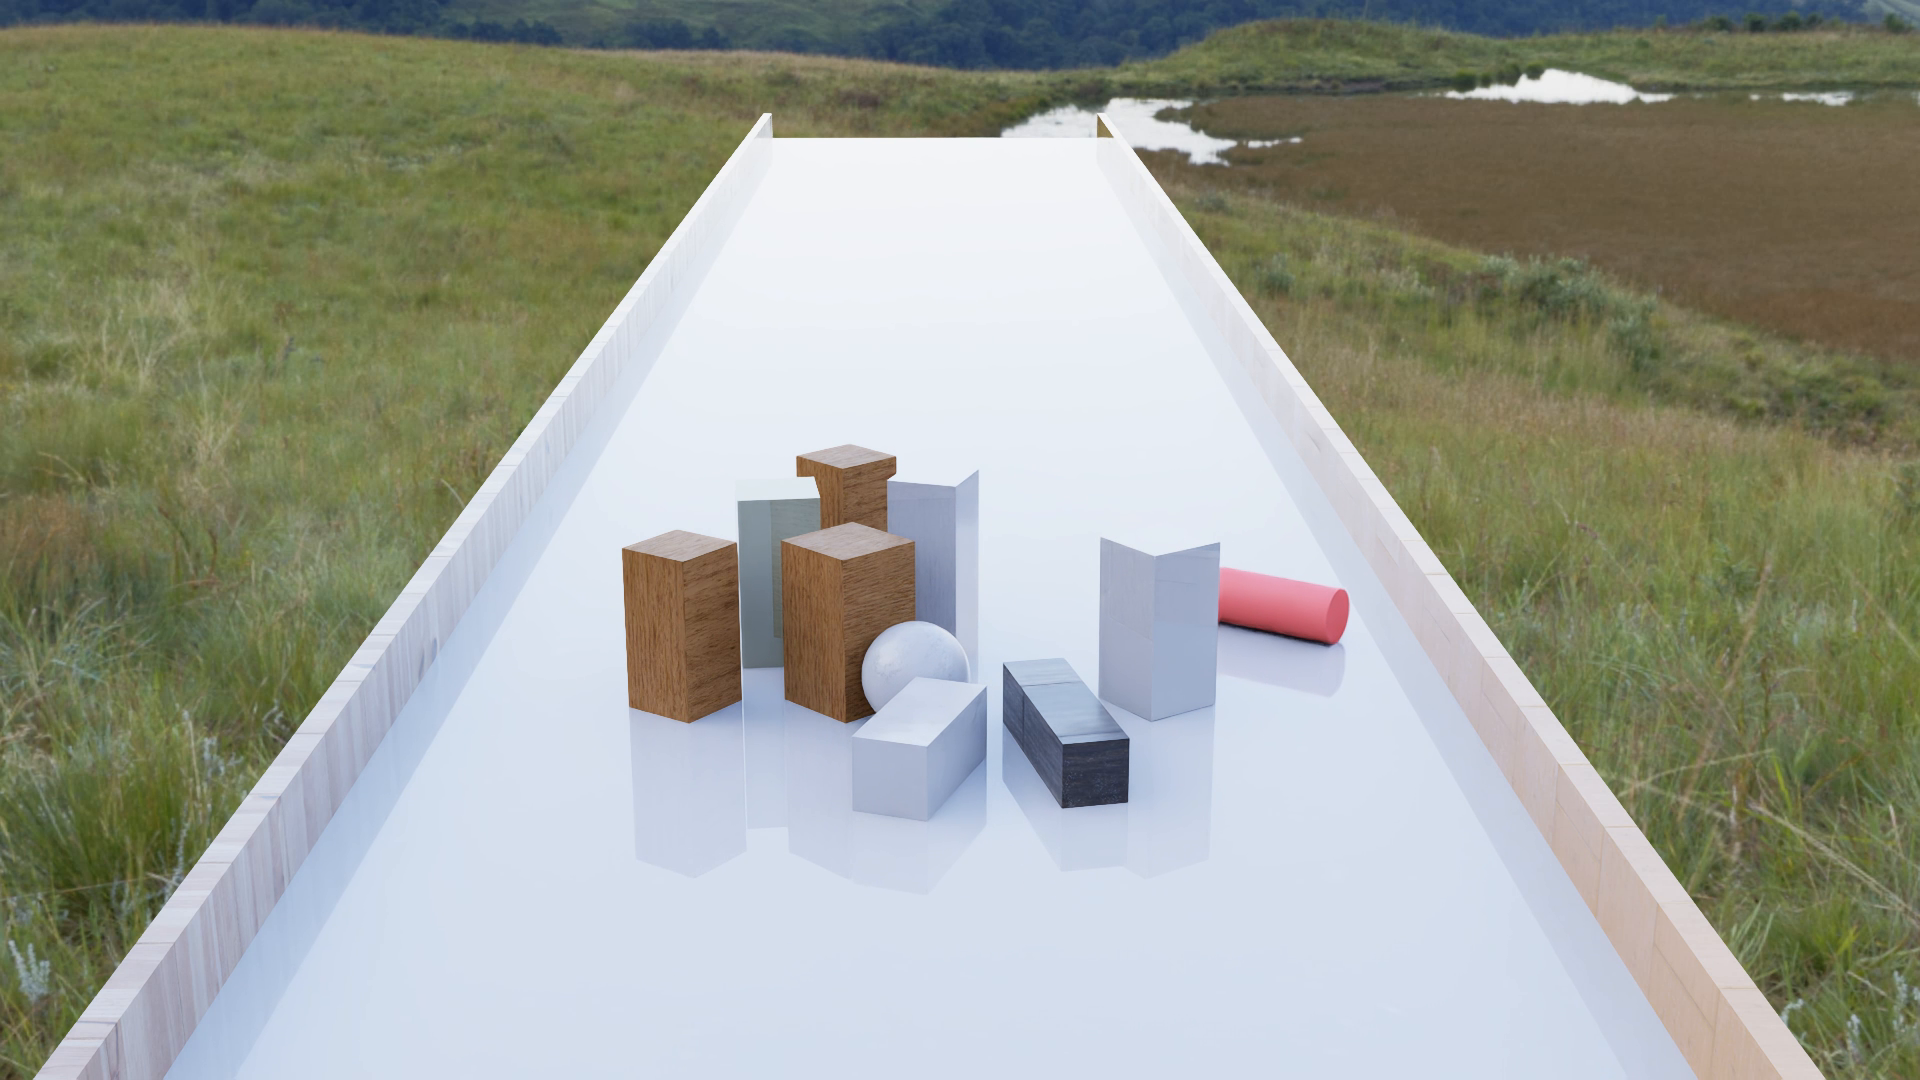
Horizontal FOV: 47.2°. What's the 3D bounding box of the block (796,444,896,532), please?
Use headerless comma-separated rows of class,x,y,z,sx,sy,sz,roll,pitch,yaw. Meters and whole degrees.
block,-0.236,-0.005,4.621,0.148,0.354,0.148,-15,22,-42

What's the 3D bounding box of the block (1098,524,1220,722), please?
block,0.374,0.152,4.150,0.158,0.320,0.158,-11,20,-33

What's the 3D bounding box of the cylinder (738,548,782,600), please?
cylinder,-0.349,0.065,4.823,0.321,0.105,0.105,-6,17,-18

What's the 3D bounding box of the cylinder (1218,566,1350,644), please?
cylinder,0.643,0.132,4.582,0.313,0.115,0.115,11,20,32

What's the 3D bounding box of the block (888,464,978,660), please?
block,-0.052,0.055,4.370,0.141,0.383,0.141,6,17,18

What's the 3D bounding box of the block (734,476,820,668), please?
block,-0.364,0.064,4.405,0.161,0.346,0.161,-2,17,-8

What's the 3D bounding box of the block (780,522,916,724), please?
block,-0.210,0.153,4.156,0.178,0.317,0.178,-15,22,-42

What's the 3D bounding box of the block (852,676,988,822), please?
block,-0.066,0.356,3.793,0.134,0.134,0.306,6,18,19

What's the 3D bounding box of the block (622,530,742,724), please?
block,-0.522,0.160,4.137,0.151,0.315,0.151,11,20,33

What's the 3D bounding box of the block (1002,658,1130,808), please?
block,0.182,0.335,3.894,0.117,0.117,0.415,-4,17,-12

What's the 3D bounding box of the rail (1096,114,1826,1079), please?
rail,0.932,-0.844,7.801,0.050,0.150,12.000,0,17,-1

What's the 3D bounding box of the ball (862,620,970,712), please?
ball,-0.081,0.248,4.040,0.200,0.200,0.200,0,17,0

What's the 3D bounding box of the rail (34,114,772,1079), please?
rail,-1.118,-0.838,7.780,0.050,0.150,12.000,0,17,-1
